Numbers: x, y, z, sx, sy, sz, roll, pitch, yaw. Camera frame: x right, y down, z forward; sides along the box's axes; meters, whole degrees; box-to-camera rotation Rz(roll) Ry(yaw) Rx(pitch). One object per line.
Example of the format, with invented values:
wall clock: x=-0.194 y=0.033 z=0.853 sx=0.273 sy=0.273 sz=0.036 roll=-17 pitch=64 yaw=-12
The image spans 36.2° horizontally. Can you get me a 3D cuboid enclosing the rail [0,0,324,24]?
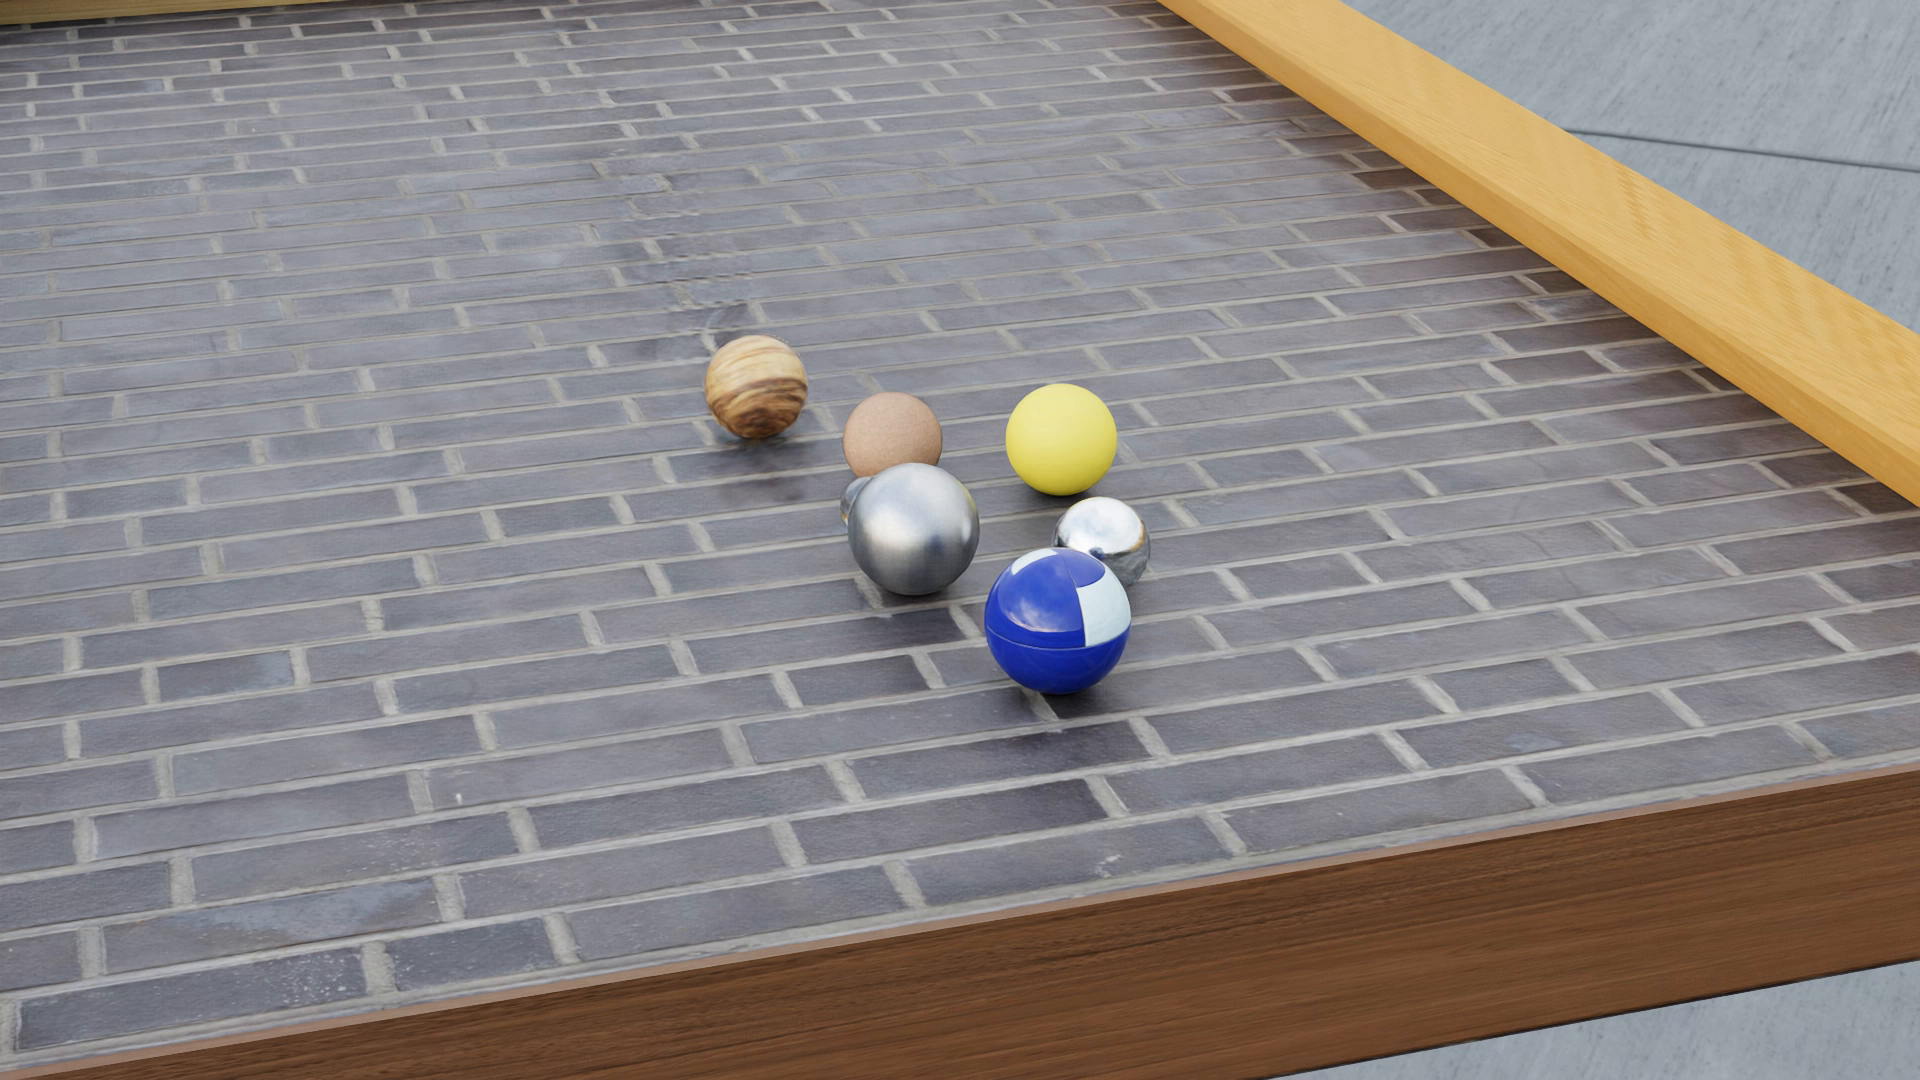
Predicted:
rail: x=-0.548 y=-0.759 z=3.723 sx=1.499 sy=0.128 sz=0.045 roll=-7 pitch=25 yaw=-15

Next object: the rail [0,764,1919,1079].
rail: x=0.178 y=0.216 z=1.564 sx=1.499 sy=0.128 sz=0.045 roll=-7 pitch=25 yaw=-15

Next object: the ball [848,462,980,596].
ball: x=-0.033 y=-0.008 z=2.102 sx=0.095 sy=0.095 sz=0.095 roll=0 pitch=24 yaw=0

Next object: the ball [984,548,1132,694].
ball: x=0.065 y=0.054 z=1.961 sx=0.098 sy=0.098 sz=0.098 roll=0 pitch=24 yaw=0

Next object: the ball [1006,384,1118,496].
ball: x=0.078 y=-0.077 z=2.266 sx=0.086 sy=0.086 sz=0.086 roll=0 pitch=24 yaw=0

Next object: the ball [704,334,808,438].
ball: x=-0.164 y=-0.124 z=2.373 sx=0.084 sy=0.084 sz=0.084 roll=0 pitch=24 yaw=0

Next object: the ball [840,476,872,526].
ball: x=-0.067 y=-0.025 z=2.200 sx=0.046 sy=0.046 sz=0.046 roll=0 pitch=24 yaw=0

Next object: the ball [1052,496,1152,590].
ball: x=0.101 y=0.005 z=2.104 sx=0.071 sy=0.071 sz=0.071 roll=0 pitch=24 yaw=0

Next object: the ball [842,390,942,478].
ball: x=-0.052 y=-0.076 z=2.276 sx=0.078 sy=0.078 sz=0.078 roll=0 pitch=24 yaw=0

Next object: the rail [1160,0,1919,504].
rail: x=0.509 y=-0.359 z=2.837 sx=0.045 sy=0.128 sz=2.525 roll=-7 pitch=25 yaw=-15
